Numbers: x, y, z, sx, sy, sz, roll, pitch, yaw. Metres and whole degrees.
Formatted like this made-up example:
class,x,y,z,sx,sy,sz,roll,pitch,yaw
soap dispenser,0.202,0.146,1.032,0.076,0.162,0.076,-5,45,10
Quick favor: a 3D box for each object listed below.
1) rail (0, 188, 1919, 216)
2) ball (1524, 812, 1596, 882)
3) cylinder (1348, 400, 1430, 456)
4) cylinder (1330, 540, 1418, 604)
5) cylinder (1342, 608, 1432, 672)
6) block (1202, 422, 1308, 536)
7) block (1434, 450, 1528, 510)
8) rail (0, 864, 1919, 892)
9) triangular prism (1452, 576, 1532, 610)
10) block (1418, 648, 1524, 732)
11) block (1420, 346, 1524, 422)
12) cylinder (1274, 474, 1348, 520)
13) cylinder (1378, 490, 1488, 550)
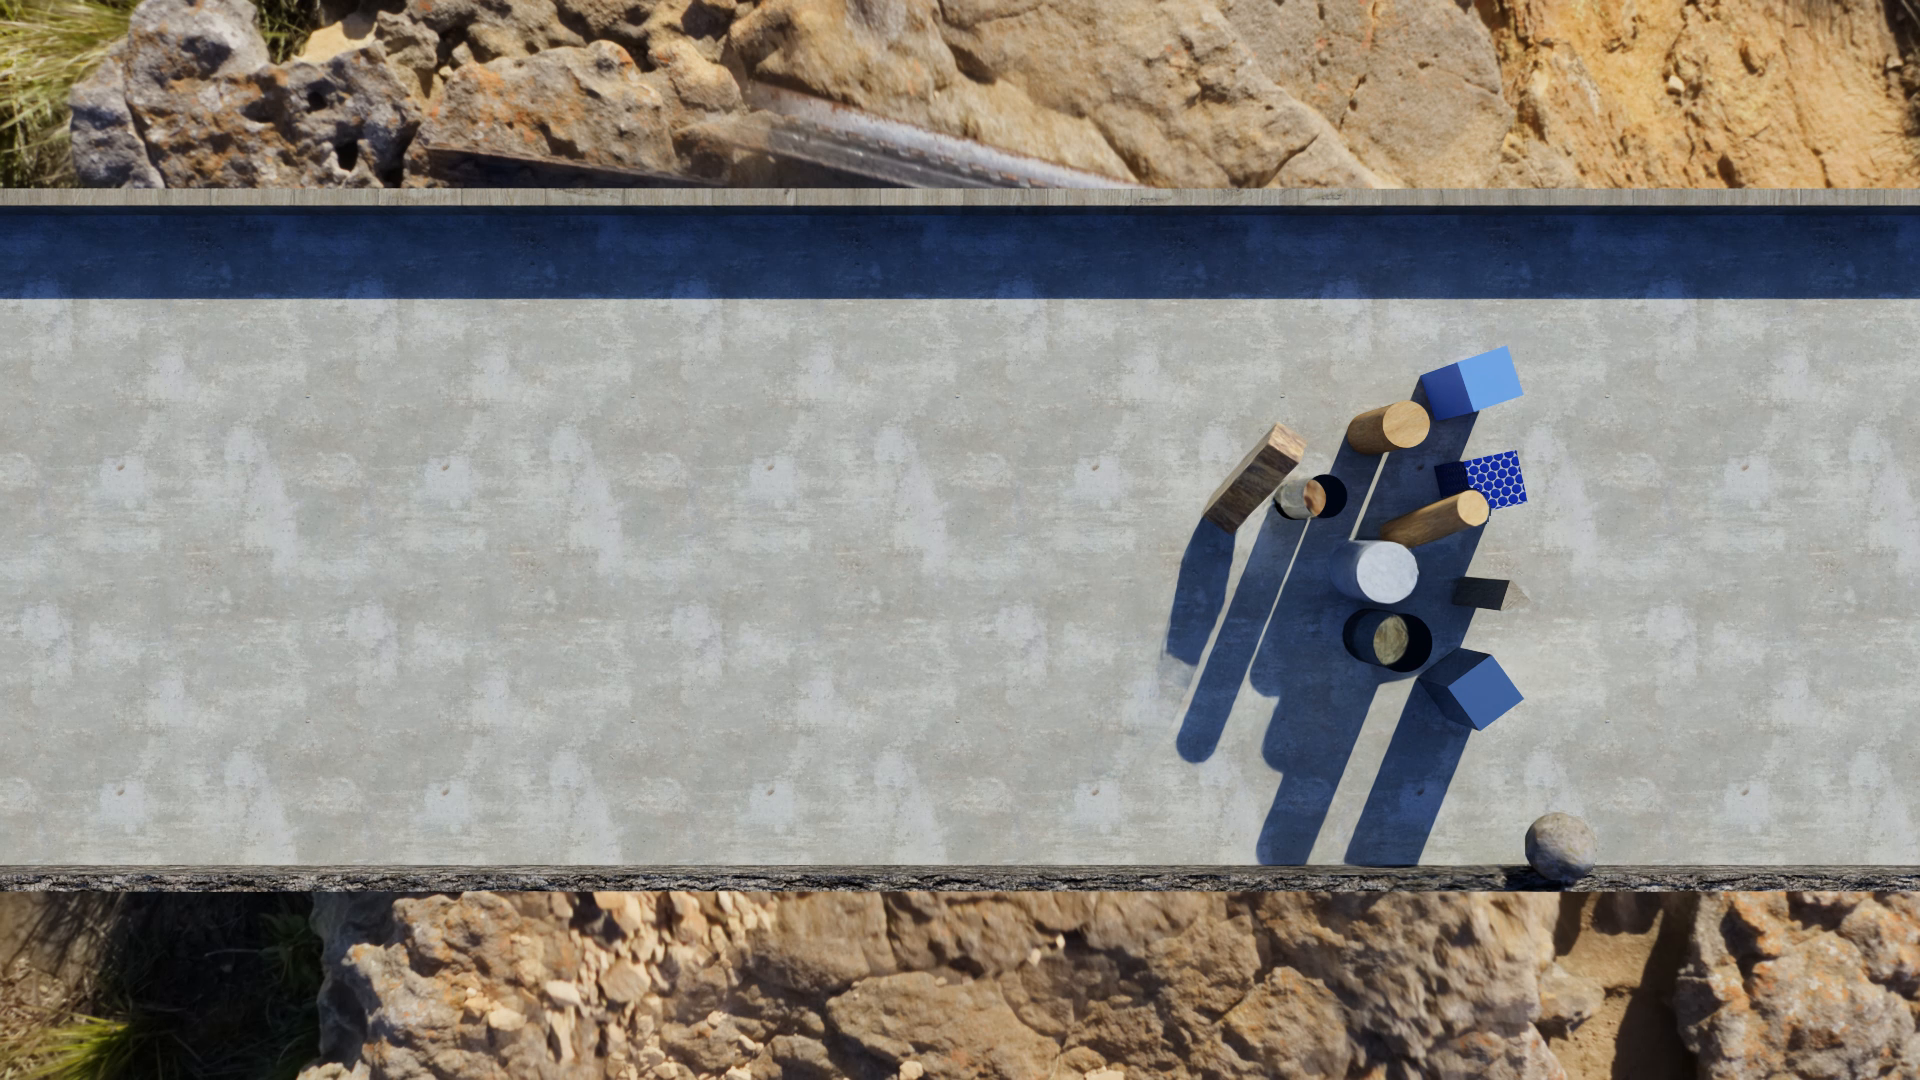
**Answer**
class,x,y,z,sx,sy,sz,roll,pitch,yaw
rail,-2.247,-1.025,5.002,12.000,0.150,0.050,0,90,0
ball,1.777,0.909,4.885,0.200,0.200,0.200,0,90,0
cylinder,1.257,-0.326,4.862,0.132,0.430,0.132,0,90,0
cylinder,1.230,0.090,4.919,0.180,0.310,0.180,0,91,-2
cylinder,1.261,0.293,4.885,0.168,0.382,0.168,0,90,0
block,0.873,-0.179,4.898,0.105,0.380,0.105,33,48,-3
block,1.551,-0.168,4.925,0.155,0.302,0.155,-12,90,0
rail,-2.247,1.025,5.001,12.000,0.150,0.050,0,90,0
triangular prism,1.551,0.150,4.848,0.089,0.458,0.077,-12,90,0
block,1.515,0.441,4.915,0.159,0.324,0.159,-36,90,0
block,1.511,-0.460,4.887,0.150,0.379,0.150,-19,90,0
cylinder,1.029,-0.123,4.860,0.124,0.433,0.124,0,90,0
cylinder,1.392,-0.050,4.866,0.103,0.412,0.103,4,77,-17
